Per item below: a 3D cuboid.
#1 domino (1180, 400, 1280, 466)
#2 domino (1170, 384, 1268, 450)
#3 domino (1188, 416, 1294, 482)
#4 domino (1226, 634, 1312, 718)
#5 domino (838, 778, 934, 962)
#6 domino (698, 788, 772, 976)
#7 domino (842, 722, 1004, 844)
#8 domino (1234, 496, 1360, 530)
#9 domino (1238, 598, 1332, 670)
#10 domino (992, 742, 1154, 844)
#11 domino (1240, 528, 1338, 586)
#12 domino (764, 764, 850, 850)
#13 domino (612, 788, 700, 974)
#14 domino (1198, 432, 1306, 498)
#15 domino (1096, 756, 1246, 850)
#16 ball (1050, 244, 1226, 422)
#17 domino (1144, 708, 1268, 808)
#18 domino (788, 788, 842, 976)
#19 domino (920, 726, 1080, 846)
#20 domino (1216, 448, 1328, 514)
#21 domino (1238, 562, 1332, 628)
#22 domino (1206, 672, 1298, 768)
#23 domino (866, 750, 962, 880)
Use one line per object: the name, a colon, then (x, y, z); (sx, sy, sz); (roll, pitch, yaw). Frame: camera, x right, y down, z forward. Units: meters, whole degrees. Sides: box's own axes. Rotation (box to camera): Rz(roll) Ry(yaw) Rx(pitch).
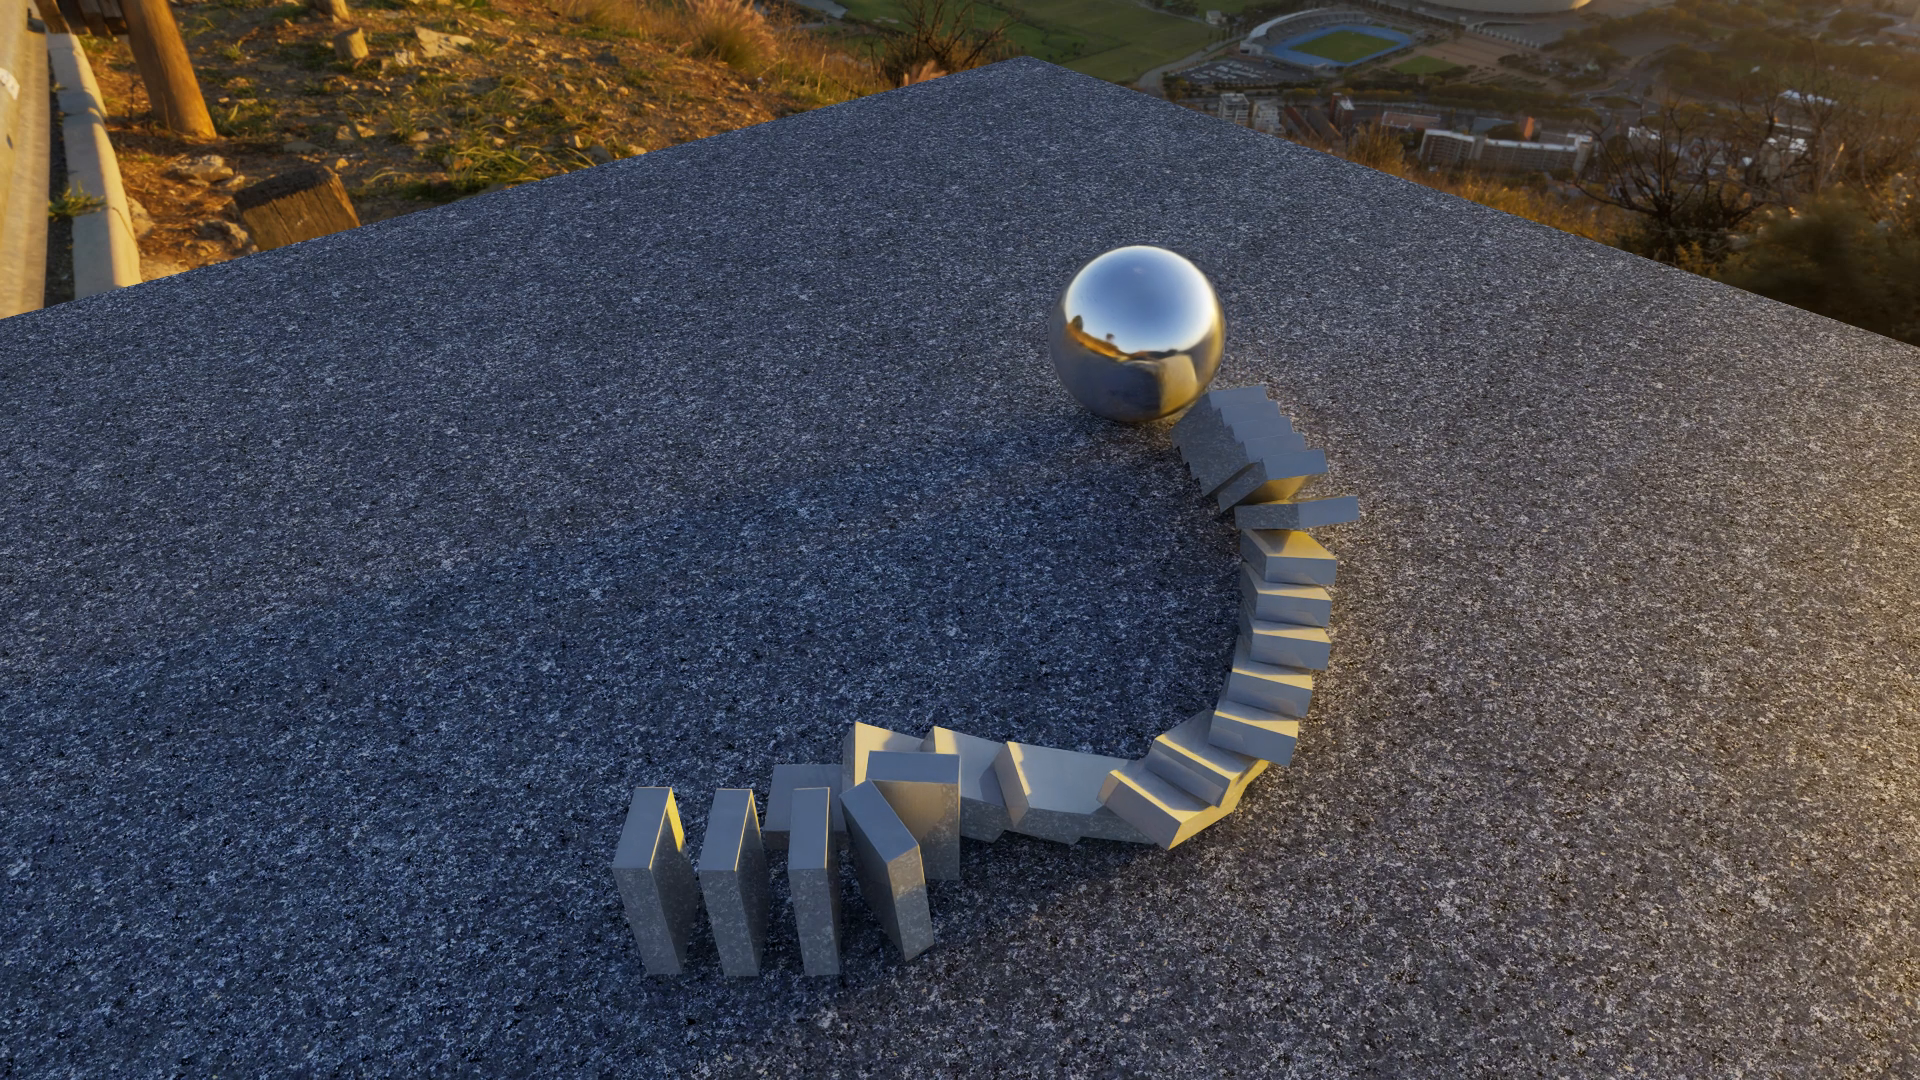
domino: (0.115, -0.045, 0.471); (0.025, 0.050, 0.009); (-8, 78, -10)
domino: (0.112, -0.053, 0.480); (0.025, 0.050, 0.010); (-8, 78, -10)
domino: (0.117, -0.038, 0.461); (0.025, 0.050, 0.009); (-8, 78, -10)
domino: (0.104, 0.045, 0.370); (0.025, 0.009, 0.050); (12, 12, 14)
domino: (-0.020, 0.091, 0.300); (0.010, 0.050, 0.025); (-26, 46, -22)
domino: (-0.060, 0.093, 0.298); (0.010, 0.050, 0.025); (1, 39, 1)
domino: (-0.011, 0.074, 0.336); (0.050, 0.009, 0.025); (18, 37, -19)
domino: (0.131, -0.011, 0.433); (0.025, 0.009, 0.050); (-7, 2, -13)
domino: (0.113, 0.032, 0.386); (0.025, 0.010, 0.050); (7, 11, 9)
domino: (0.037, 0.077, 0.333); (0.050, 0.010, 0.025); (13, 33, -26)
domino: (0.124, 0.006, 0.419); (0.025, 0.009, 0.050); (3, 12, 3)
domino: (-0.034, 0.083, 0.342); (0.050, 0.010, 0.025); (0, 39, 0)
domino: (-0.082, 0.093, 0.298); (0.009, 0.050, 0.025); (1, 39, 1)
domino: (0.120, -0.030, 0.452); (0.025, 0.050, 0.010); (-8, 78, -10)
domino: (0.064, 0.076, 0.331); (0.025, 0.010, 0.050); (32, 19, 30)
ball: (0.081, -0.094, 0.502); (0.080, 0.080, 0.080); (0, 39, 0)
domino: (0.079, 0.067, 0.343); (0.025, 0.009, 0.050); (26, 16, 27)
domino: (-0.039, 0.093, 0.298); (0.010, 0.050, 0.025); (-2, 39, -3)
domino: (0.013, 0.075, 0.336); (0.050, 0.010, 0.025); (18, 34, -20)
domino: (0.125, -0.023, 0.444); (0.025, 0.050, 0.009); (-8, 78, -9)
domino: (0.118, 0.019, 0.402); (0.025, 0.010, 0.050); (6, 12, 7)
domino: (0.096, 0.057, 0.355); (0.025, 0.010, 0.050); (15, 13, 16)
domino: (-0.013, 0.079, 0.314); (0.025, 0.050, 0.009); (2, 43, 2)
